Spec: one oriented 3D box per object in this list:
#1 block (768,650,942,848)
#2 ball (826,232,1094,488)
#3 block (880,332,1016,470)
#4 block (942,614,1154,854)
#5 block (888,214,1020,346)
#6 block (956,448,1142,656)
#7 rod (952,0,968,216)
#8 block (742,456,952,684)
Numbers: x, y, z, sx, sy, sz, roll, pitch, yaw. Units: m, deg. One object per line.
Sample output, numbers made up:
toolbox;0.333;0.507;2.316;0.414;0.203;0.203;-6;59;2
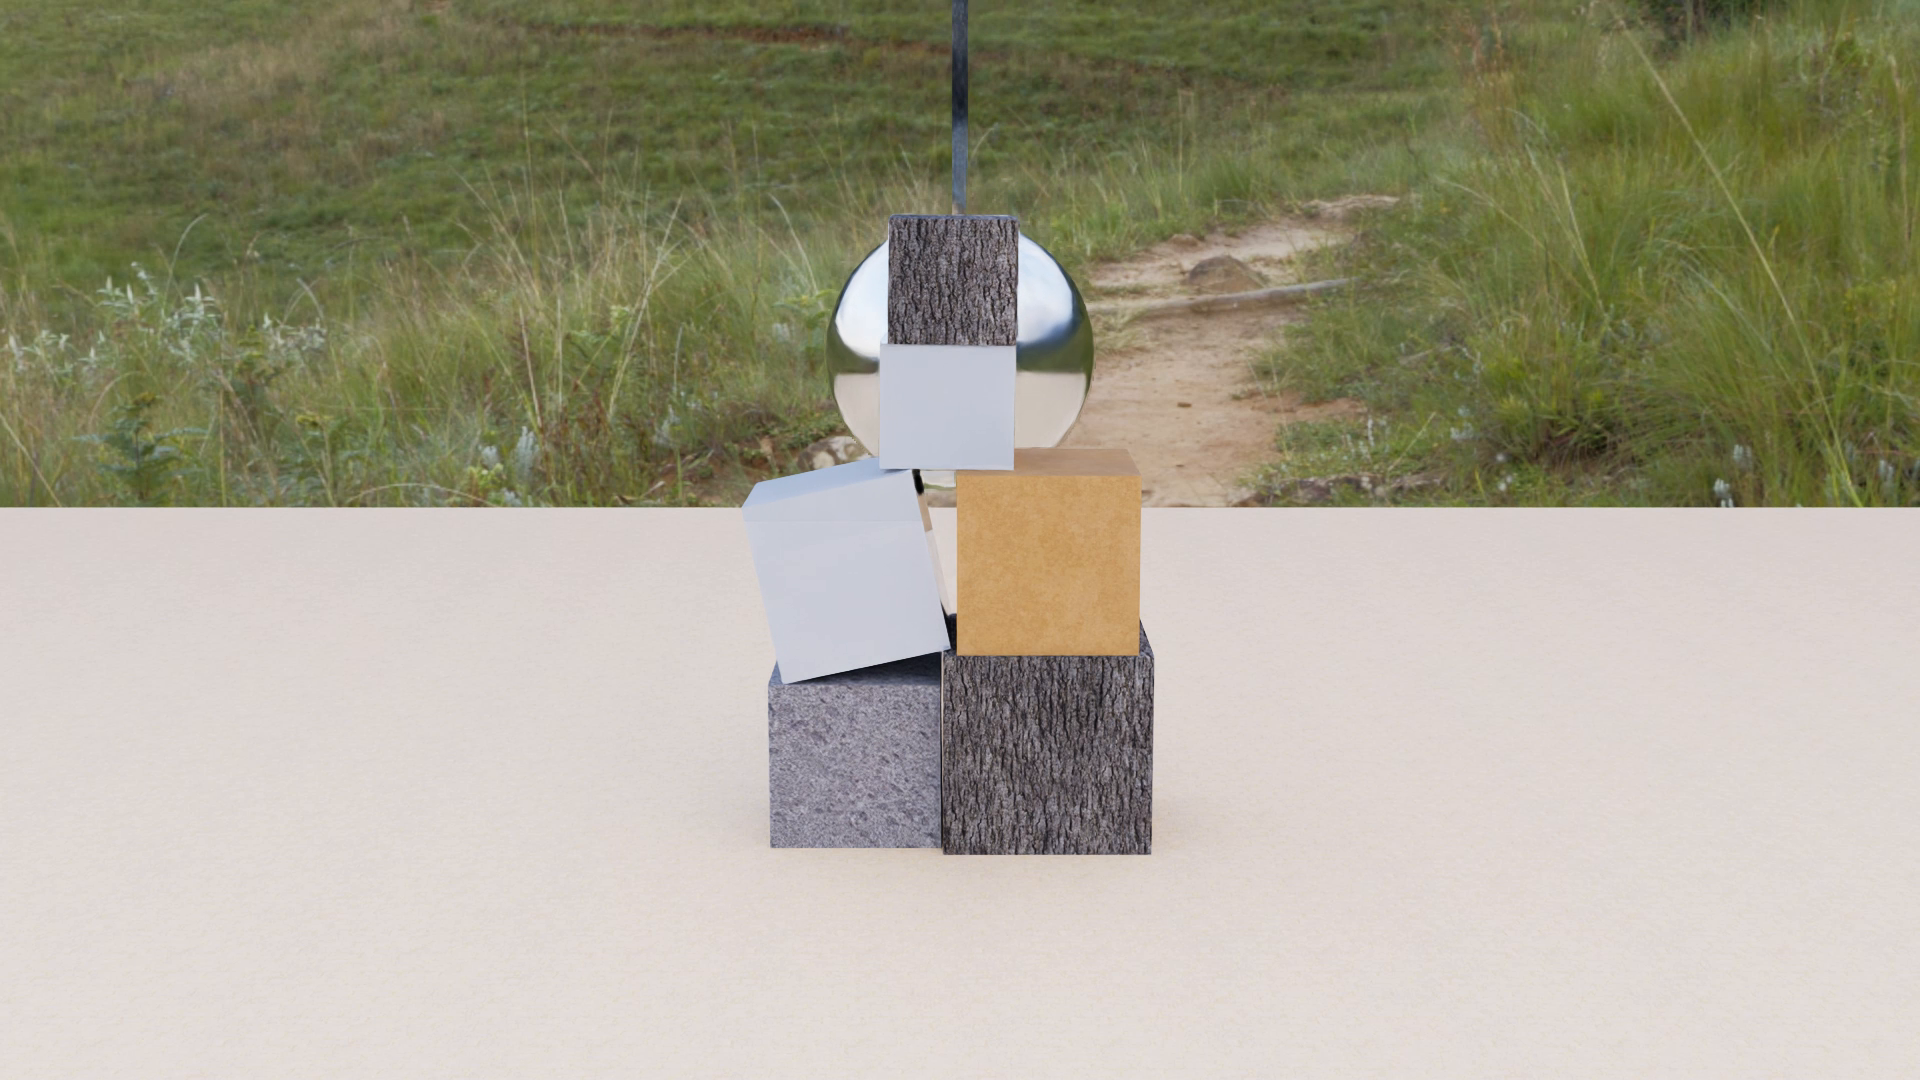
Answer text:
block;-0.524;1.058;11.393;0.859;0.842;0.854;0;10;0
ball;0.000;-1.111;13.087;1.600;1.600;1.600;0;10;0
block;-0.063;-0.704;11.059;0.661;0.614;0.608;1;10;0
block;0.434;0.979;11.355;1.037;1.011;1.016;0;10;0
block;-0.033;-1.301;10.936;0.630;0.604;0.607;1;10;0
block;0.432;0.043;11.183;0.894;0.892;0.948;0;10;0
rod;0.000;-4.039;11.360;0.080;5.200;0.080;0;31;0
block;-0.557;0.119;11.220;0.854;0.907;0.811;-12;10;2
